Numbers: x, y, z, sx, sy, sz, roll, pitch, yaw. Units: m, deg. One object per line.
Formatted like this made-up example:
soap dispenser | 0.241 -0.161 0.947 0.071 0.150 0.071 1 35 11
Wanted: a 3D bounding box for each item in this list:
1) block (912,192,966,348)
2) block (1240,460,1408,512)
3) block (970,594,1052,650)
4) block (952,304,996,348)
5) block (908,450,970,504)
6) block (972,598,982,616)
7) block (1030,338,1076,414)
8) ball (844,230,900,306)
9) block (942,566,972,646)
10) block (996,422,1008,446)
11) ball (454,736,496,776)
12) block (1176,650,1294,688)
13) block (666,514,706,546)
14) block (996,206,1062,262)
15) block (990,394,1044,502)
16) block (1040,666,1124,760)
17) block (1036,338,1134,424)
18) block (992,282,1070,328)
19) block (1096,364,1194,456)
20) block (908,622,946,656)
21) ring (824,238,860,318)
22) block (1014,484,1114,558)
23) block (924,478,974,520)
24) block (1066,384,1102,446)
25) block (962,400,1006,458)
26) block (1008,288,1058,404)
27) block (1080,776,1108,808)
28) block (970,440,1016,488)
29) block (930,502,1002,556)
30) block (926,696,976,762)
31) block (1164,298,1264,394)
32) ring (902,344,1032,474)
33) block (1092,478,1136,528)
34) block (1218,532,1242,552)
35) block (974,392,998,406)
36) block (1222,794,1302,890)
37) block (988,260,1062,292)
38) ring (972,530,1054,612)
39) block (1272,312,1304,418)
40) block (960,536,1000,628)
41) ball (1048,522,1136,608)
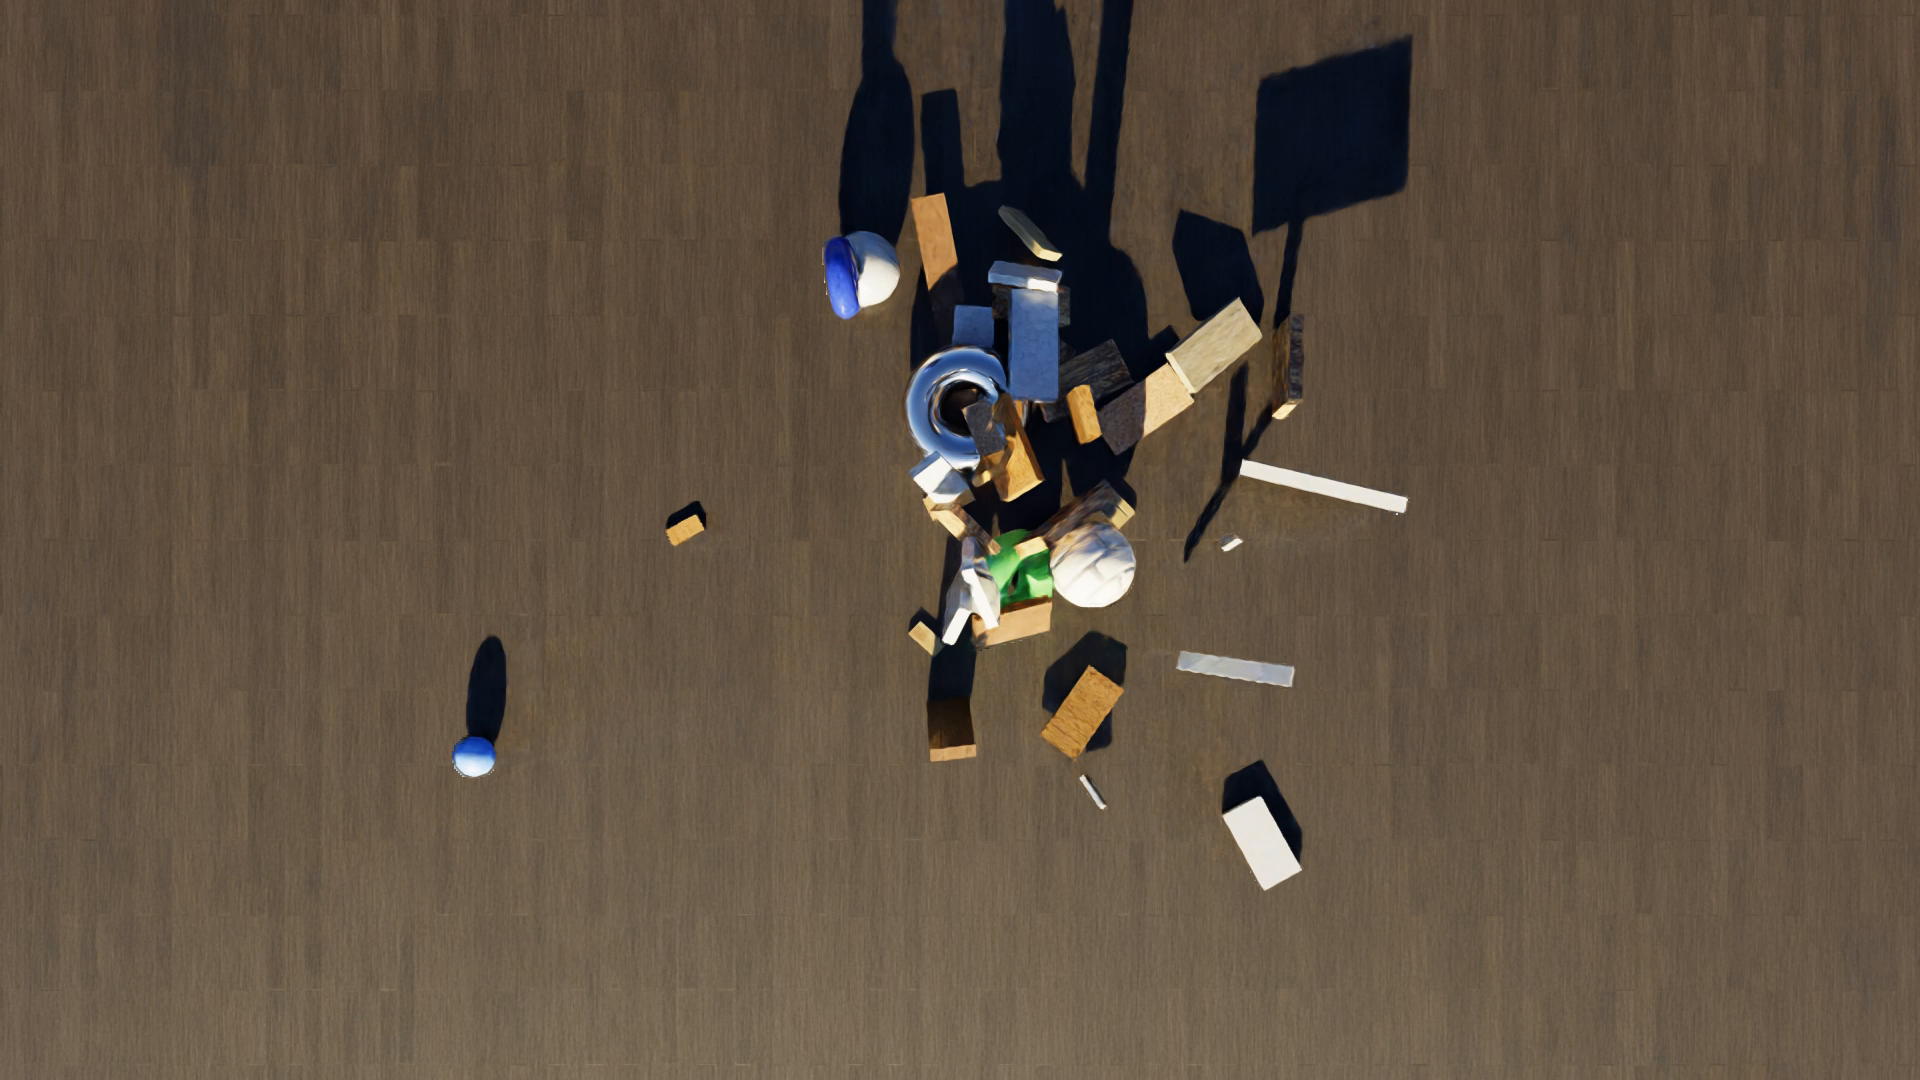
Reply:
block | -0.056 -0.871 5.436 0.112 0.032 0.523 -11 101 0
block | 1.120 -0.166 5.103 0.505 0.162 0.046 14 93 10
block | 0.163 0.260 5.245 0.257 0.036 0.128 -13 134 -16
block | 0.042 -0.640 5.447 0.131 0.037 0.263 3 103 -5
block | -0.060 -0.175 4.794 0.105 0.210 0.030 -37 57 6
block | 0.073 0.205 5.105 0.017 0.122 0.061 -1 114 -37
block | 0.258 -0.557 5.481 0.131 0.037 0.263 36 90 0
ball | -0.314 -0.885 5.379 0.242 0.242 0.242 0 90 0
block | -0.003 0.179 4.820 0.036 0.257 0.128 22 120 -10
block | 0.101 -0.317 5.111 0.081 0.161 0.023 -21 112 7
ball | -1.598 0.713 5.435 0.130 0.130 0.130 0 90 0
block | 0.876 0.410 5.266 0.396 0.017 0.061 6 81 36
block | -0.914 -0.034 5.492 0.117 0.017 0.059 -29 90 0
block | 0.224 -0.986 5.310 0.032 0.112 0.223 -51 62 25
block | 0.145 -0.293 5.227 0.153 0.043 0.306 -31 73 34
block | 0.404 0.571 5.460 0.141 0.040 0.283 35 84 4
block | 0.396 -0.524 5.447 0.316 0.045 0.158 -27 96 -8
block | 0.234 -0.783 5.430 0.263 0.037 0.131 5 79 -18
block | 0.603 -0.433 5.478 0.316 0.045 0.158 -35 90 0
block | -0.109 0.329 5.492 0.117 0.017 0.059 42 90 0
ring | -0.366 -0.819 5.150 0.085 0.255 0.255 -8 90 3
block | 0.331 -0.060 5.242 0.323 0.162 0.046 -37 98 -31
block | -0.036 -0.134 5.489 0.157 0.022 0.078 -26 90 0
block | 0.385 -0.389 5.149 0.046 0.323 0.162 -14 90 -1
block | 0.071 -0.338 5.023 0.081 0.023 0.161 -21 81 1
block | 0.235 -0.627 5.322 0.153 0.043 0.367 4 75 -11
block | 0.440 0.828 5.424 0.017 0.059 0.117 -38 71 10
block | 0.103 -0.236 5.076 0.105 0.229 0.030 -30 103 21
block | 0.018 -0.030 4.791 0.210 0.105 0.030 44 65 -26
block | -0.030 0.601 5.294 0.141 0.416 0.040 -7 106 -1
block | 0.835 -0.639 5.416 0.316 0.045 0.158 -39 105 -16
ring | 0.021 -0.429 5.391 0.428 0.143 0.428 1 101 6
block | 0.502 -0.121 5.489 0.078 0.022 0.157 -43 90 0
block | 0.877 0.005 5.367 0.061 0.122 0.017 -34 97 6
block | 0.075 -0.426 5.129 0.081 0.161 0.023 -38 99 2
block | 1.002 1.003 5.480 0.141 0.040 0.283 -29 90 0
block | 0.211 -0.857 5.355 0.223 0.112 0.032 10 122 9
ring | 0.173 0.142 5.346 0.121 0.363 0.363 18 90 38
block | 1.066 -0.567 5.372 0.043 0.153 0.306 8 69 -10
block | 0.062 0.125 4.797 0.036 0.128 0.257 -10 134 15
ball | 0.424 0.079 5.296 0.278 0.278 0.278 0 90 0
